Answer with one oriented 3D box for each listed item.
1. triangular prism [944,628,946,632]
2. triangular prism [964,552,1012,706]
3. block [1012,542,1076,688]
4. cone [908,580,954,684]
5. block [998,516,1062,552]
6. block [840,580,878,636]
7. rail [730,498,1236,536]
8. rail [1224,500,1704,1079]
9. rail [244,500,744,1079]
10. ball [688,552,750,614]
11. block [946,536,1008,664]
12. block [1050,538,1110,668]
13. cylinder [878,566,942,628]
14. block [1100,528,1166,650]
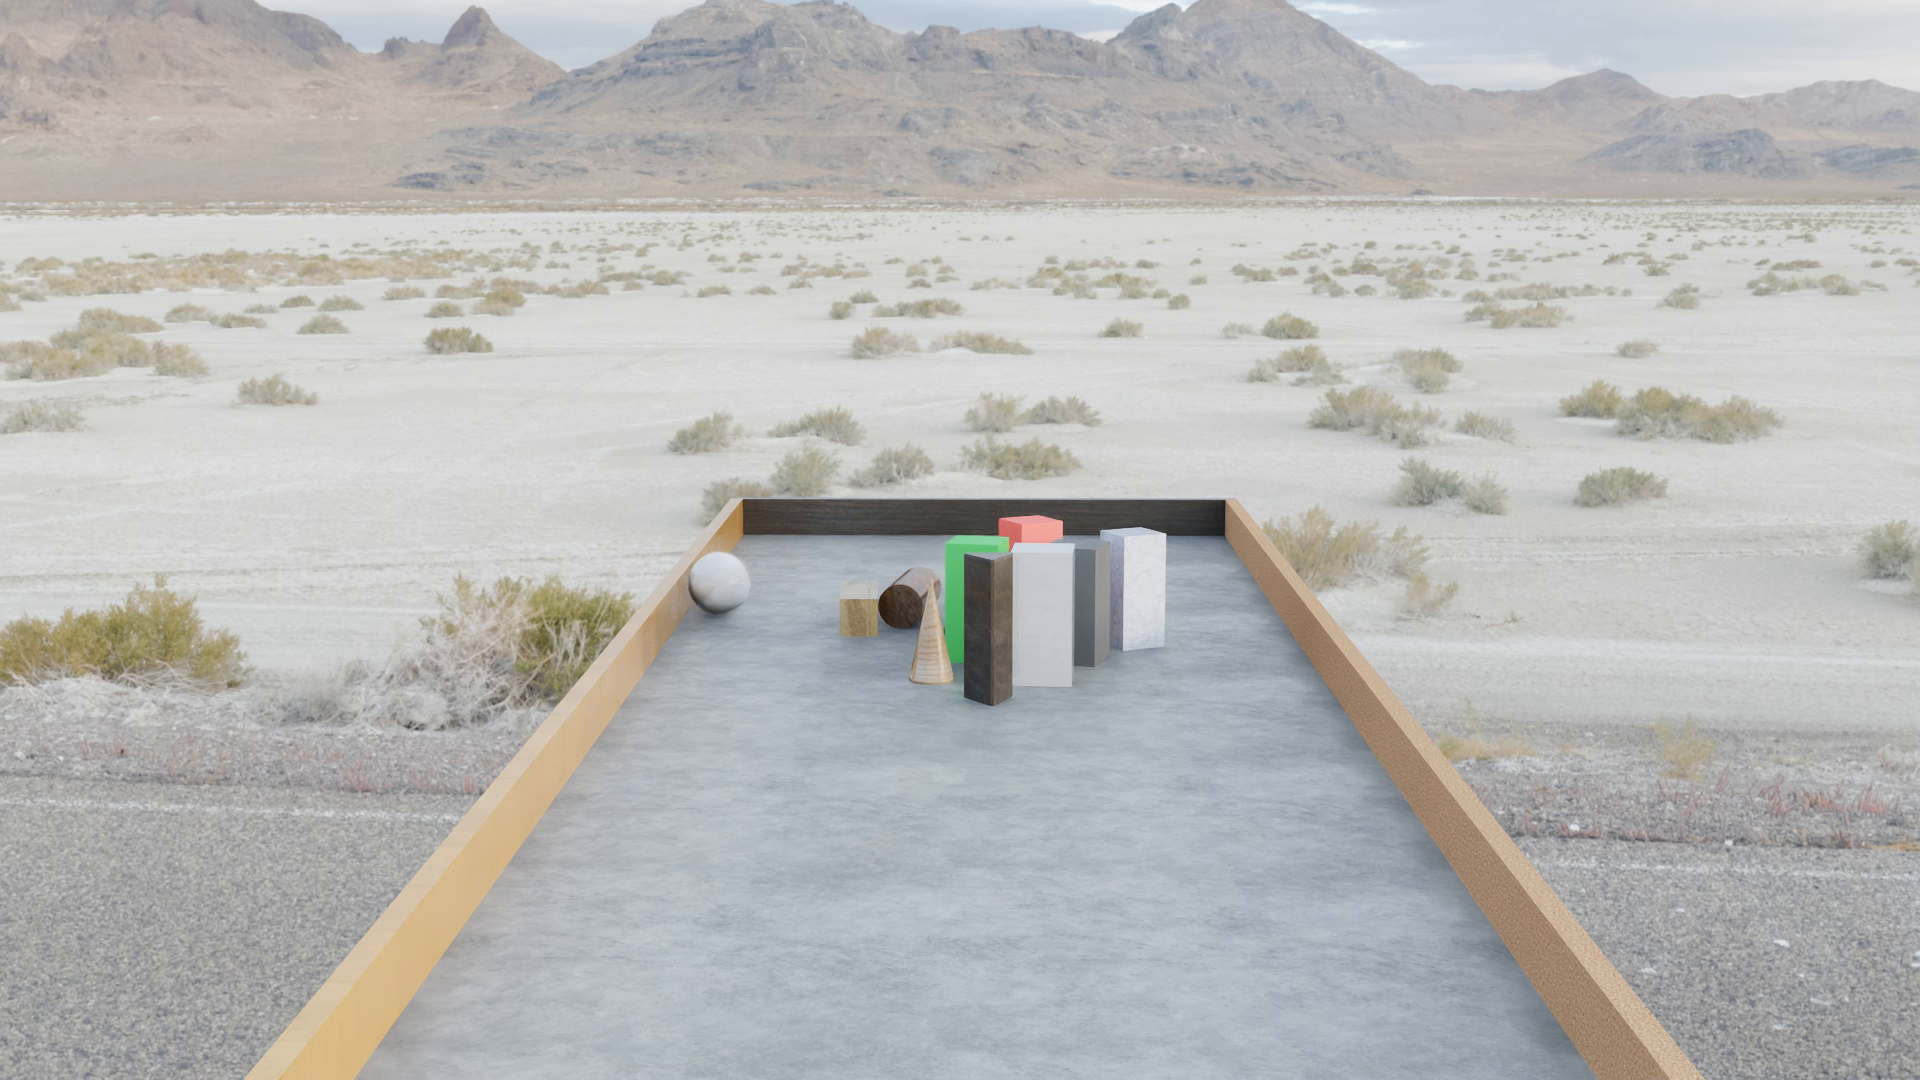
[{"bbox_3d":[0.113,0.222,7.257,0.121,0.105,0.444,6,11,31],"label":"triangular prism"},{"bbox_3d":[0.099,0.244,6.156,0.117,0.412,0.135,-6,11,-35],"label":"triangular prism"},{"bbox_3d":[0.241,0.216,6.401,0.177,0.390,0.177,1,9,5],"label":"block"},{"bbox_3d":[-0.083,0.258,6.405,0.134,0.305,0.134,0,9,0],"label":"cone"},{"bbox_3d":[0.222,0.129,6.950,0.146,0.390,0.146,-5,10,-28],"label":"block"},{"bbox_3d":[-0.329,0.223,7.212,0.122,0.122,0.337,0,9,-2],"label":"block"},{"bbox_3d":[0.099,-0.098,9.147,2.100,0.150,0.050,0,9,1],"label":"rail"},{"bbox_3d":[1.046,0.843,3.208,0.050,0.150,12.000,0,9,1],"label":"rail"},{"bbox_3d":[-1.004,0.839,3.234,0.050,0.150,12.000,0,9,1],"label":"rail"},{"bbox_3d":[-0.814,0.146,7.423,0.209,0.209,0.209,0,9,0],"label":"ball"},{"bbox_3d":[0.053,0.181,6.703,0.163,0.365,0.163,2,9,12],"label":"block"},{"bbox_3d":[0.352,0.189,6.676,0.167,0.357,0.167,3,10,19],"label":"block"},{"bbox_3d":[-0.166,0.190,7.343,0.147,0.147,0.353,2,9,10],"label":"cylinder"},{"bbox_3d":[0.541,0.152,6.906,0.150,0.358,0.150,-4,10,-26],"label":"block"}]
